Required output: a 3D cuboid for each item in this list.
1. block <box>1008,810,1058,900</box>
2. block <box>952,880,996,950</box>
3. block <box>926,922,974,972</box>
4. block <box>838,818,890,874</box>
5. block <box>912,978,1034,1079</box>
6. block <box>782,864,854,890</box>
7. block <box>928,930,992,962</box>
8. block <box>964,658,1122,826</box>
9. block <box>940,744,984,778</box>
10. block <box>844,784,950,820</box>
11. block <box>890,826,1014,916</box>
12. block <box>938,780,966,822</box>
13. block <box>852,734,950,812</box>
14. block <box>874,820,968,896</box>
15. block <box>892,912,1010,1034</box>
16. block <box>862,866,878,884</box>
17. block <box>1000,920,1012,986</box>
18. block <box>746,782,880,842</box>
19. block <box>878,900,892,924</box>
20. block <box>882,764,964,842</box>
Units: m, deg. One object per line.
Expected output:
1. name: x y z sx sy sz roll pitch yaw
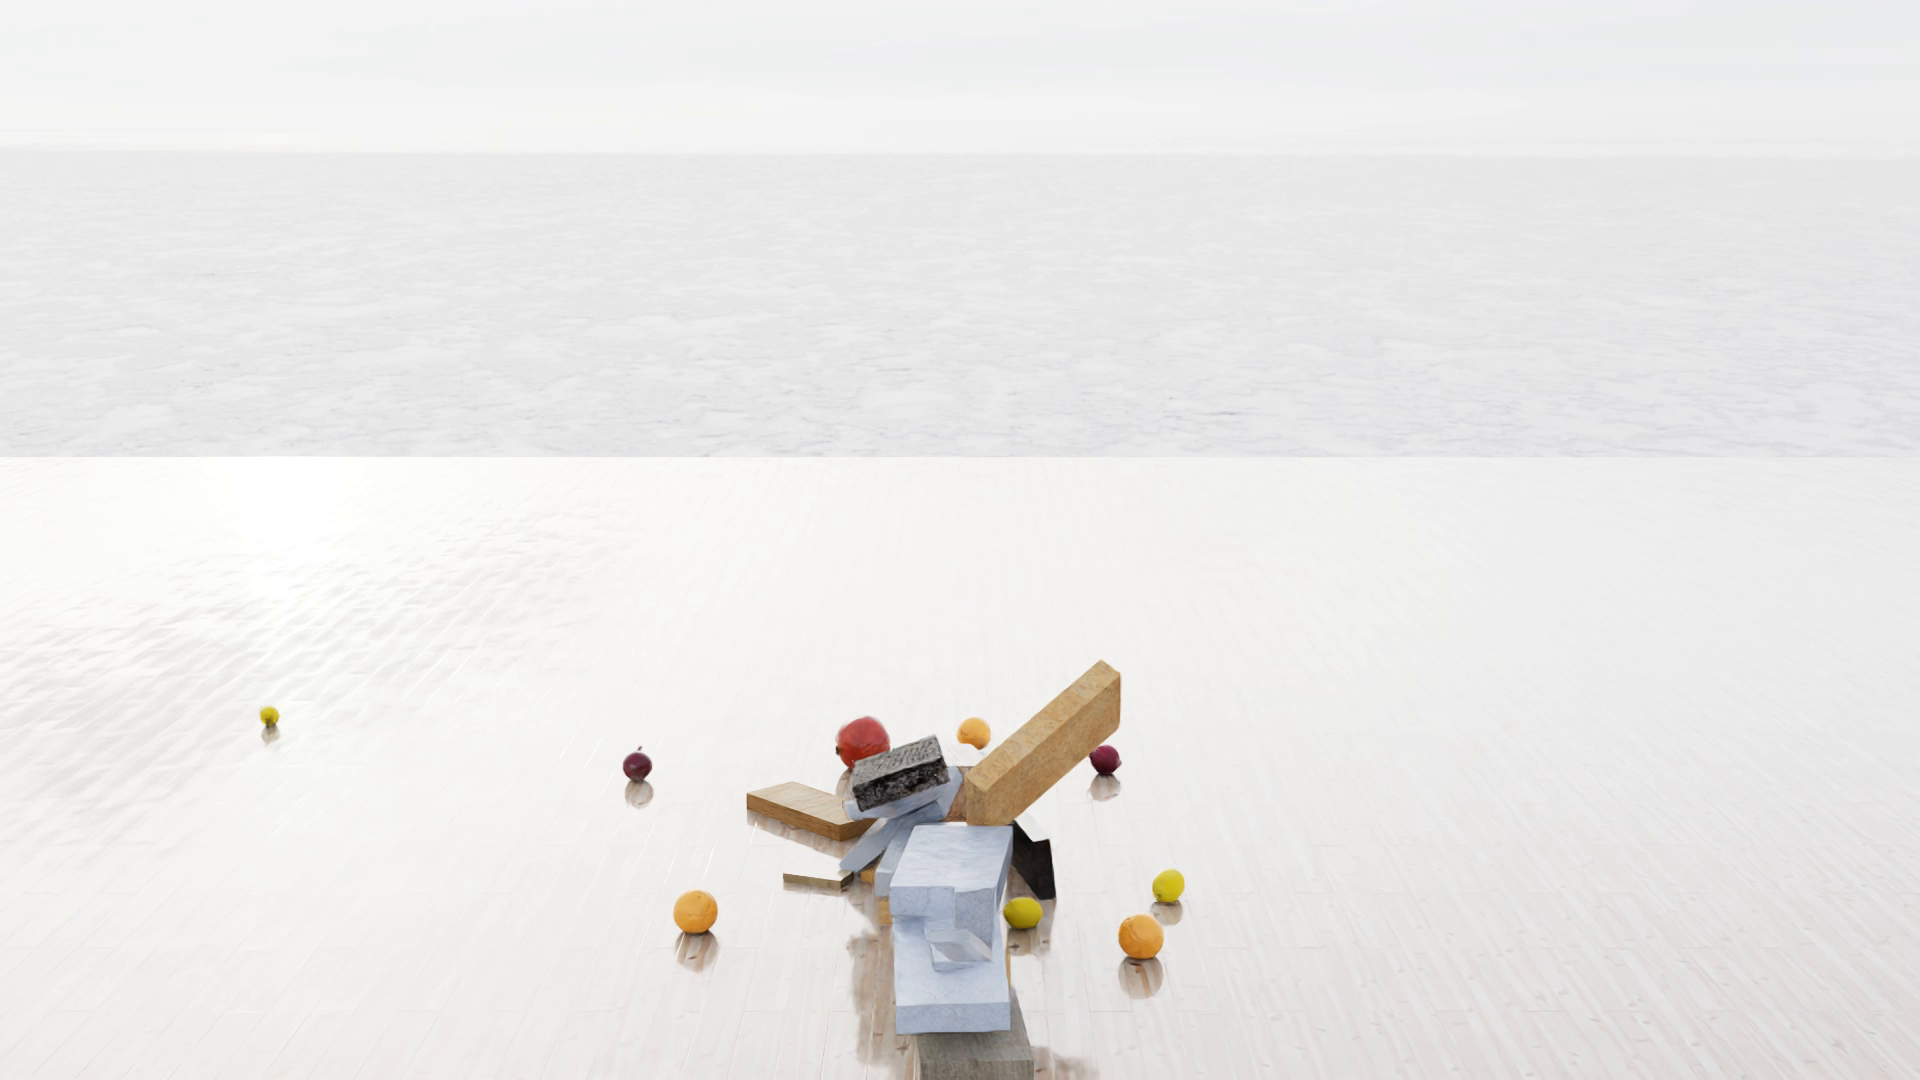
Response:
1. block: 0.117 0.525 3.727 0.029 0.103 0.207 -9 12 -11
2. block: 0.017 0.505 2.925 0.054 0.108 0.015 -6 28 -15
3. block: -0.015 0.561 3.042 0.054 0.015 0.108 -3 19 -7
4. block: -0.132 0.510 3.835 0.112 0.032 0.223 -40 -1 17
5. block: 0.011 0.682 3.055 0.152 0.043 0.303 -1 11 -4
6. block: -0.240 0.571 3.732 0.108 0.015 0.054 4 11 22
7. block: 0.002 0.531 2.871 0.054 0.015 0.108 -4 -26 17
8. block: 0.132 0.331 3.449 0.303 0.152 0.043 -38 59 -25
9. block: -0.015 0.427 4.214 0.112 0.032 0.223 1 6 -10
10. block: -0.106 0.431 3.664 0.103 0.029 0.207 -21 2 -26
11. block: -0.009 0.486 3.248 0.152 0.043 0.303 0 9 6
12. block: -0.008 0.451 3.736 0.110 0.031 0.220 -29 5 3
13. block: -0.100 0.386 3.674 0.152 0.043 0.358 -18 1 -2
14. block: -0.048 0.497 3.435 0.128 0.036 0.256 1 11 8
15. block: -0.016 0.585 3.061 0.152 0.043 0.303 -1 19 -2
16. block: -0.112 0.566 3.754 0.054 0.015 0.108 9 14 41
17. block: -0.006 0.613 3.265 0.152 0.043 0.303 -1 -1 -1
18. block: -0.268 0.500 4.066 0.112 0.032 0.269 -10 14 -43
19. block: -0.034 0.573 3.403 0.128 0.036 0.256 -3 -9 11
20. block: -0.061 0.444 3.716 0.103 0.029 0.248 -28 4 10
